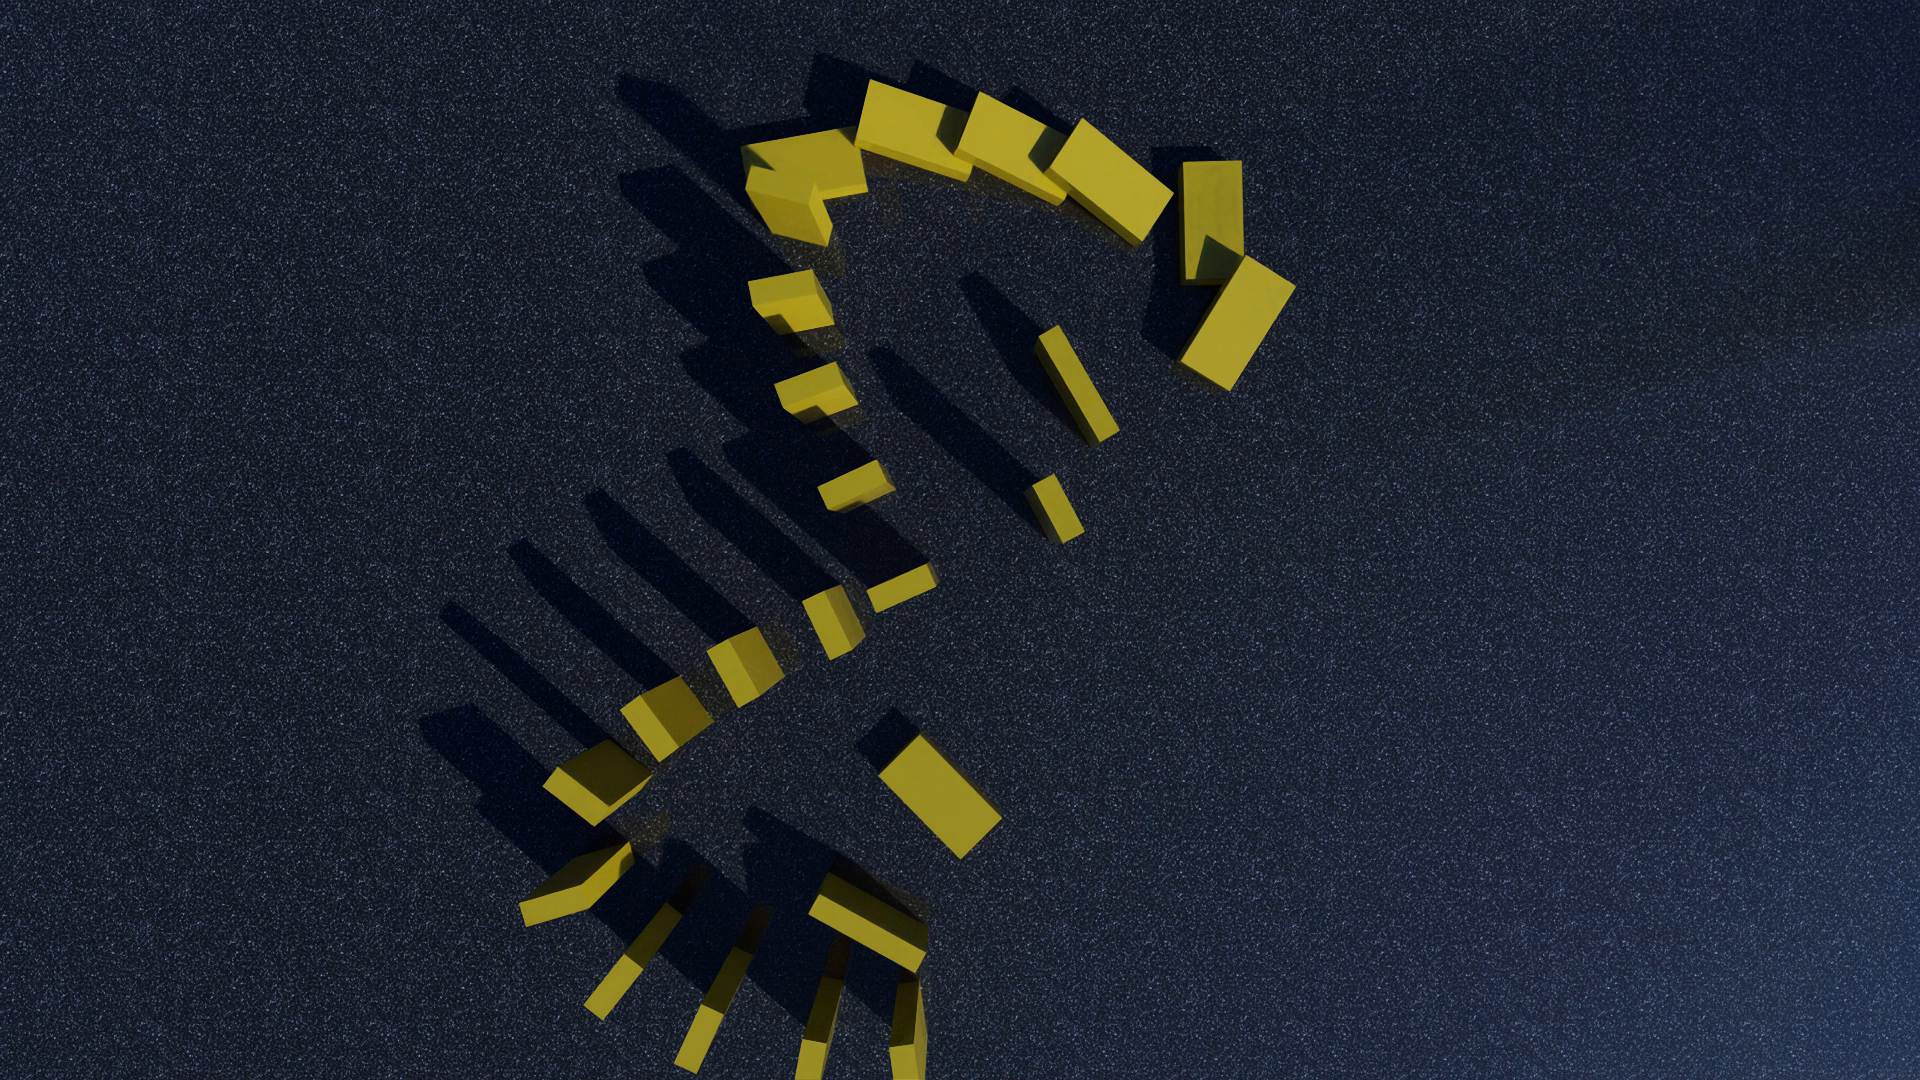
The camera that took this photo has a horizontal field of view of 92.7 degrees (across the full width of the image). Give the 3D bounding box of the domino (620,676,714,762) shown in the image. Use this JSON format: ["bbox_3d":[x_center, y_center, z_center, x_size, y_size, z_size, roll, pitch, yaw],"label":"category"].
[{"bbox_3d":[-0.119,0.072,0.375,0.009,0.050,0.025,-37,90,0],"label":"domino"}]

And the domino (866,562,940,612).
[{"bbox_3d":[-0.022,0.019,0.375,0.025,0.050,0.009,-24,90,0],"label":"domino"}]

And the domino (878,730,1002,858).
[{"bbox_3d":[-0.008,0.110,0.395,0.025,0.010,0.050,-44,90,0],"label":"domino"}]

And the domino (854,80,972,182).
[{"bbox_3d":[-0.017,-0.174,0.390,0.050,0.009,0.025,14,90,-12],"label":"domino"}]

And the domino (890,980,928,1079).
[{"bbox_3d":[-0.021,0.206,0.375,0.010,0.050,0.025,-8,90,0],"label":"domino"}]

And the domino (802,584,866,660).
[{"bbox_3d":[-0.051,0.033,0.375,0.010,0.050,0.025,-26,90,0],"label":"domino"}]

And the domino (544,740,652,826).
[{"bbox_3d":[-0.147,0.098,0.375,0.025,0.050,0.010,38,90,0],"label":"domino"}]

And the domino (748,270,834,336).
[{"bbox_3d":[-0.068,-0.096,0.375,0.025,0.050,0.009,-11,90,0],"label":"domino"}]

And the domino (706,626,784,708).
[{"bbox_3d":[-0.087,0.051,0.375,0.010,0.050,0.025,-29,90,0],"label":"domino"}]

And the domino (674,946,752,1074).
[{"bbox_3d":[-0.100,0.191,0.375,0.009,0.050,0.025,25,90,0],"label":"domino"}]

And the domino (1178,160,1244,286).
[{"bbox_3d":[0.108,-0.136,0.395,0.025,0.009,0.050,-1,90,0],"label":"domino"}]

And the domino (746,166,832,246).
[{"bbox_3d":[-0.069,-0.136,0.375,0.025,0.050,0.009,14,90,0],"label":"domino"}]

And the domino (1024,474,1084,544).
[{"bbox_3d":[0.038,-0.012,0.375,0.010,0.050,0.025,-28,90,0],"label":"domino"}]

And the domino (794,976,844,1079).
[{"bbox_3d":[-0.058,0.204,0.375,0.010,0.050,0.025,11,90,0],"label":"domino"}]

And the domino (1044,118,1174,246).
[{"bbox_3d":[0.063,-0.151,0.389,0.050,0.010,0.025,34,88,-13],"label":"domino"}]

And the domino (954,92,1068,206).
[{"bbox_3d":[0.025,-0.166,0.390,0.050,0.009,0.025,21,90,-13],"label":"domino"}]

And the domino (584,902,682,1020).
[{"bbox_3d":[-0.132,0.171,0.375,0.009,0.050,0.025,38,90,0],"label":"domino"}]

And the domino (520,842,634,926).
[{"bbox_3d":[-0.155,0.140,0.375,0.025,0.050,0.010,-16,90,0],"label":"domino"}]

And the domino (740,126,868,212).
[{"bbox_3d":[-0.067,-0.160,0.395,0.050,0.010,0.025,-10,90,0],"label":"domino"}]

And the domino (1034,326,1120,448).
[{"bbox_3d":[0.049,-0.064,0.388,0.009,0.025,0.050,-30,90,0],"label":"domino"}]

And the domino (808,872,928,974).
[{"bbox_3d":[-0.038,0.161,0.388,0.050,0.025,0.009,29,90,0],"label":"domino"}]

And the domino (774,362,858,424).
[{"bbox_3d":[-0.058,-0.059,0.375,0.025,0.050,0.010,-20,90,0],"label":"domino"}]

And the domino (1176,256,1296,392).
[{"bbox_3d":[0.117,-0.092,0.390,0.025,0.010,0.050,30,100,-6],"label":"domino"}]

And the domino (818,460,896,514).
[{"bbox_3d":[-0.041,-0.021,0.375,0.025,0.050,0.009,-25,90,0],"label":"domino"}]
